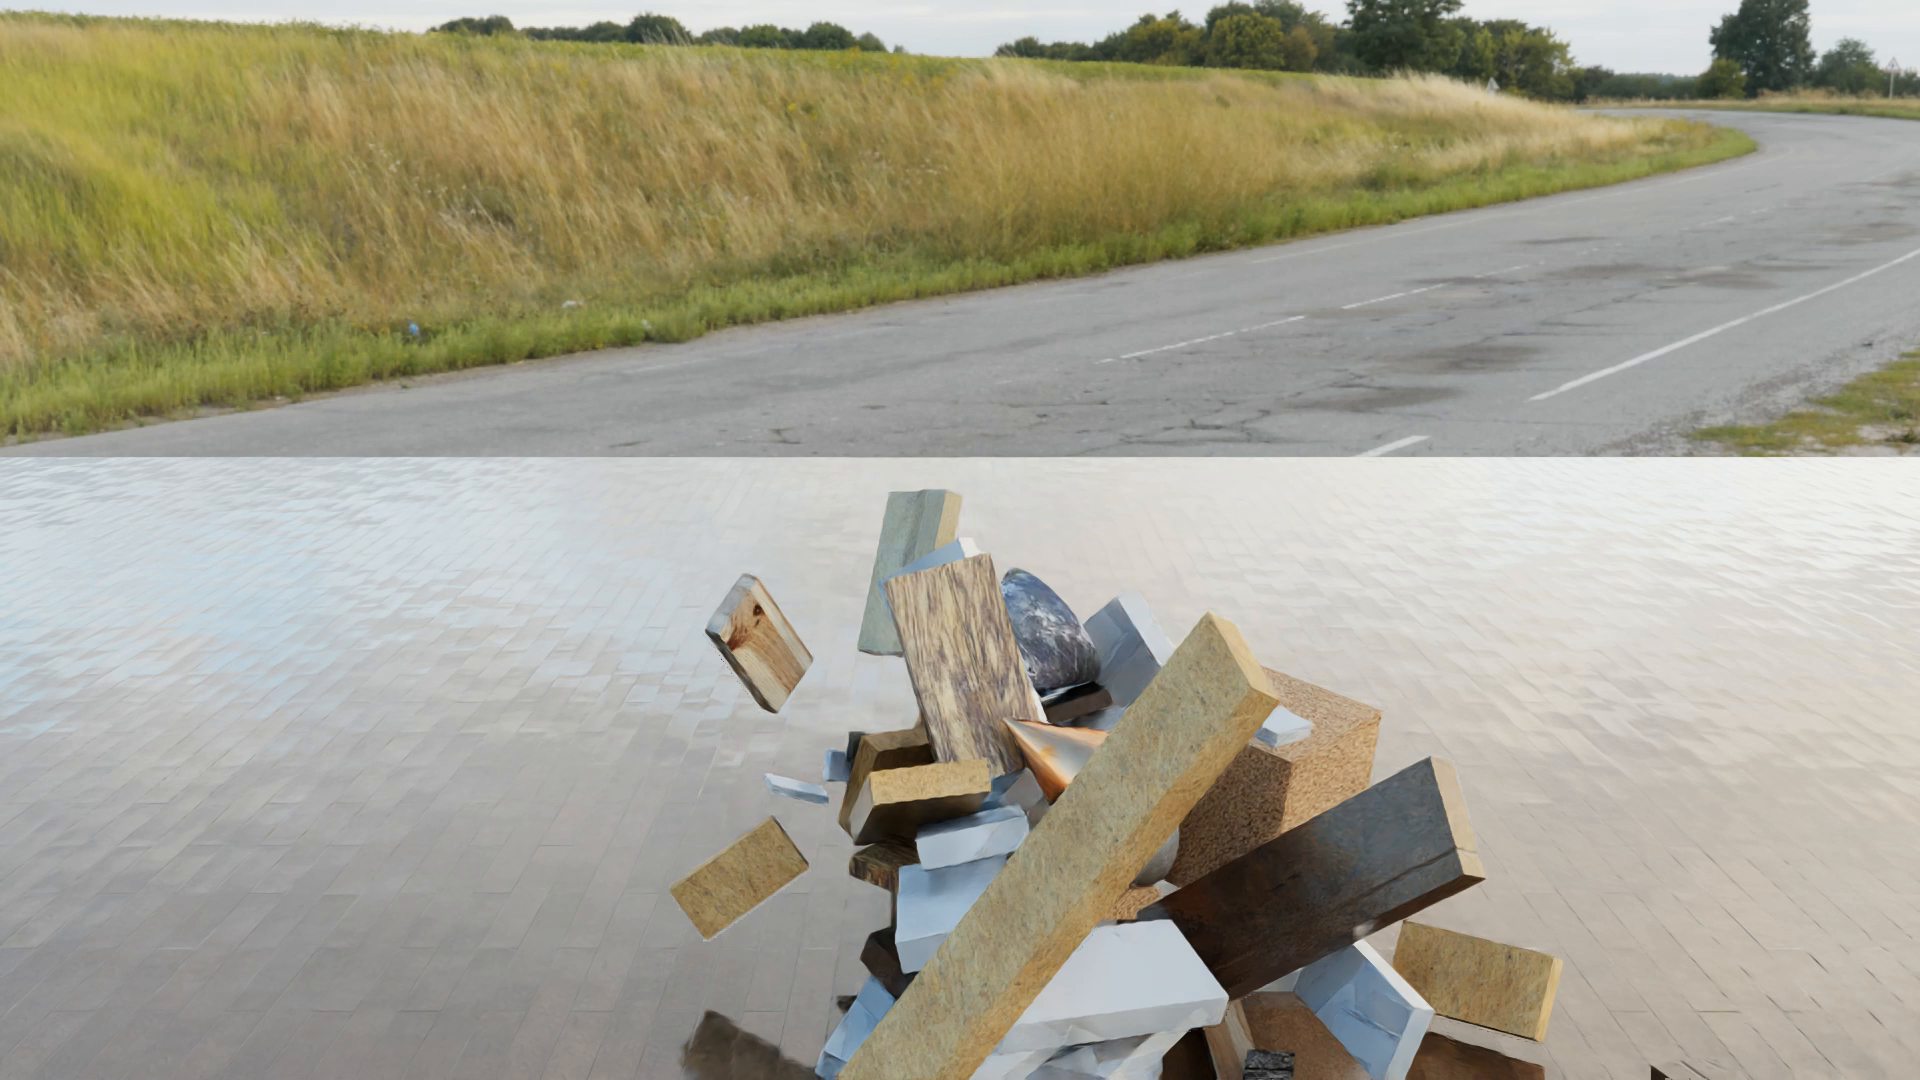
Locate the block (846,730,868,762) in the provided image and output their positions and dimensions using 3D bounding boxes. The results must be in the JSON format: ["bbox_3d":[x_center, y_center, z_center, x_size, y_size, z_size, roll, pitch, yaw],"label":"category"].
[{"bbox_3d":[-0.139,0.340,3.567,0.096,0.048,0.014,13,-16,-38],"label":"block"}]

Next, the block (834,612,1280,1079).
[{"bbox_3d":[0.069,0.436,2.468,0.041,0.828,0.144,26,22,-28],"label":"block"}]

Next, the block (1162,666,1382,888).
[{"bbox_3d":[0.480,0.408,3.659,0.292,0.292,0.292,20,25,34],"label":"block"}]

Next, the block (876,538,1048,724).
[{"bbox_3d":[0.005,0.175,3.323,0.159,0.318,0.045,-28,-13,27],"label":"block"}]

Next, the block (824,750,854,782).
[{"bbox_3d":[-0.181,0.368,3.556,0.014,0.048,0.096,-6,-13,41],"label":"block"}]

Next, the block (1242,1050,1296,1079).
[{"bbox_3d":[0.406,0.706,2.894,0.063,0.018,0.127,2,11,11],"label":"block"}]

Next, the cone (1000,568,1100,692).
[{"bbox_3d":[0.062,0.197,3.400,0.220,0.220,0.220,-38,26,-19],"label":"cone"}]

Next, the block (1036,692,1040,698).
[{"bbox_3d":[0.064,0.259,3.646,0.187,0.027,0.094,16,24,-40],"label":"block"}]

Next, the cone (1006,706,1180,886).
[{"bbox_3d":[0.127,0.426,3.347,0.294,0.294,0.294,-14,16,-31],"label":"cone"}]

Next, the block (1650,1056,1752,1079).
[{"bbox_3d":[0.996,0.728,2.846,0.102,0.029,0.204,-3,11,-15],"label":"block"}]

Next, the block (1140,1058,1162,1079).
[{"bbox_3d":[0.133,0.719,2.837,0.175,0.049,0.349,4,11,19],"label":"block"}]

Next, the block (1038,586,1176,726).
[{"bbox_3d":[0.147,0.295,3.771,0.042,0.149,0.766,-25,-11,-33],"label":"block"}]

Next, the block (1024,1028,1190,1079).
[{"bbox_3d":[0.184,0.657,2.911,0.161,0.046,0.321,5,12,27],"label":"block"}]

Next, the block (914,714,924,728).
[{"bbox_3d":[-0.073,0.372,3.795,0.042,0.148,0.297,21,0,0],"label":"block"}]

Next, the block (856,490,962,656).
[{"bbox_3d":[-0.090,0.060,3.937,0.148,0.297,0.042,0,-16,45],"label":"block"}]

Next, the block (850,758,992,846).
[{"bbox_3d":[-0.060,0.369,3.074,0.159,0.045,0.318,-6,-17,-10],"label":"block"}]

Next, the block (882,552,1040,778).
[{"bbox_3d":[0.010,0.193,3.212,0.159,0.318,0.045,-15,-7,-11],"label":"block"}]

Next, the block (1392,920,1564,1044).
[{"bbox_3d":[0.721,0.620,3.100,0.234,0.117,0.033,8,-15,40],"label":"block"}]

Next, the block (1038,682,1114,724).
[{"bbox_3d":[0.133,0.264,3.390,0.187,0.027,0.094,-17,6,-10],"label":"block"}]

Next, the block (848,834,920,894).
[{"bbox_3d":[-0.041,0.467,3.052,0.204,0.029,0.102,16,21,32],"label":"block"}]

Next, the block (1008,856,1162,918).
[{"bbox_3d":[0.154,0.529,3.405,0.175,0.049,0.349,21,3,33],"label":"block"}]

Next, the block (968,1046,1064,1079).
[{"bbox_3d":[0.034,0.620,2.773,0.144,0.041,0.288,28,30,27],"label":"block"}]

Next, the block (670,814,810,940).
[{"bbox_3d":[-0.330,0.505,3.298,0.187,0.094,0.027,-35,8,0],"label":"block"}]

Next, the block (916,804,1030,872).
[{"bbox_3d":[0.017,0.395,2.933,0.144,0.041,0.288,-12,-4,-1],"label":"block"}]

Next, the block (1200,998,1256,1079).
[{"bbox_3d":[0.372,0.702,3.018,0.063,0.018,0.405,0,11,0],"label":"block"}]

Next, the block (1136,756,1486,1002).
[{"bbox_3d":[0.461,0.485,2.986,0.047,0.165,0.552,17,-39,-38],"label":"block"}]

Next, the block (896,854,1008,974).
[{"bbox_3d":[-0.005,0.466,2.796,0.144,0.041,0.288,-12,10,2],"label":"block"}]

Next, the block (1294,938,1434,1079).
[{"bbox_3d":[0.532,0.610,2.915,0.033,0.117,0.234,13,15,-25],"label":"block"}]

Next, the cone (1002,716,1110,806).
[{"bbox_3d":[0.169,0.328,3.134,0.269,0.269,0.269,34,20,12],"label":"cone"}]

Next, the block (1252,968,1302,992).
[{"bbox_3d":[0.426,0.644,3.297,0.204,0.029,0.102,-1,11,-3],"label":"block"}]

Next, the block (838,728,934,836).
[{"bbox_3d":[-0.035,0.385,3.603,0.330,0.165,0.047,-4,30,-39],"label":"block"}]

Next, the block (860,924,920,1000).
[{"bbox_3d":[0.038,0.561,2.978,0.321,0.046,0.161,-11,42,-43],"label":"block"}]

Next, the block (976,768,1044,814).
[{"bbox_3d":[0.036,0.372,3.375,0.165,0.047,0.330,-45,14,-30],"label":"block"}]

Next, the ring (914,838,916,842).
[{"bbox_3d":[0.042,0.509,3.715,0.266,0.089,0.266,17,15,-5],"label":"ring"}]

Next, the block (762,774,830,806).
[{"bbox_3d":[-0.255,0.388,3.421,0.096,0.014,0.048,16,11,-24],"label":"block"}]

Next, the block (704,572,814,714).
[{"bbox_3d":[-0.286,0.150,3.150,0.029,0.204,0.102,16,61,34],"label":"block"}]

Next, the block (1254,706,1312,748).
[{"bbox_3d":[0.479,0.283,3.540,0.081,0.023,0.163,-11,26,-37],"label":"block"}]

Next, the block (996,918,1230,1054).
[{"bbox_3d":[0.166,0.571,2.829,0.321,0.046,0.161,-1,30,-26],"label":"block"}]

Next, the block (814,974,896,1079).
[{"bbox_3d":[-0.069,0.632,2.886,0.140,0.040,0.280,24,30,10],"label":"block"}]
